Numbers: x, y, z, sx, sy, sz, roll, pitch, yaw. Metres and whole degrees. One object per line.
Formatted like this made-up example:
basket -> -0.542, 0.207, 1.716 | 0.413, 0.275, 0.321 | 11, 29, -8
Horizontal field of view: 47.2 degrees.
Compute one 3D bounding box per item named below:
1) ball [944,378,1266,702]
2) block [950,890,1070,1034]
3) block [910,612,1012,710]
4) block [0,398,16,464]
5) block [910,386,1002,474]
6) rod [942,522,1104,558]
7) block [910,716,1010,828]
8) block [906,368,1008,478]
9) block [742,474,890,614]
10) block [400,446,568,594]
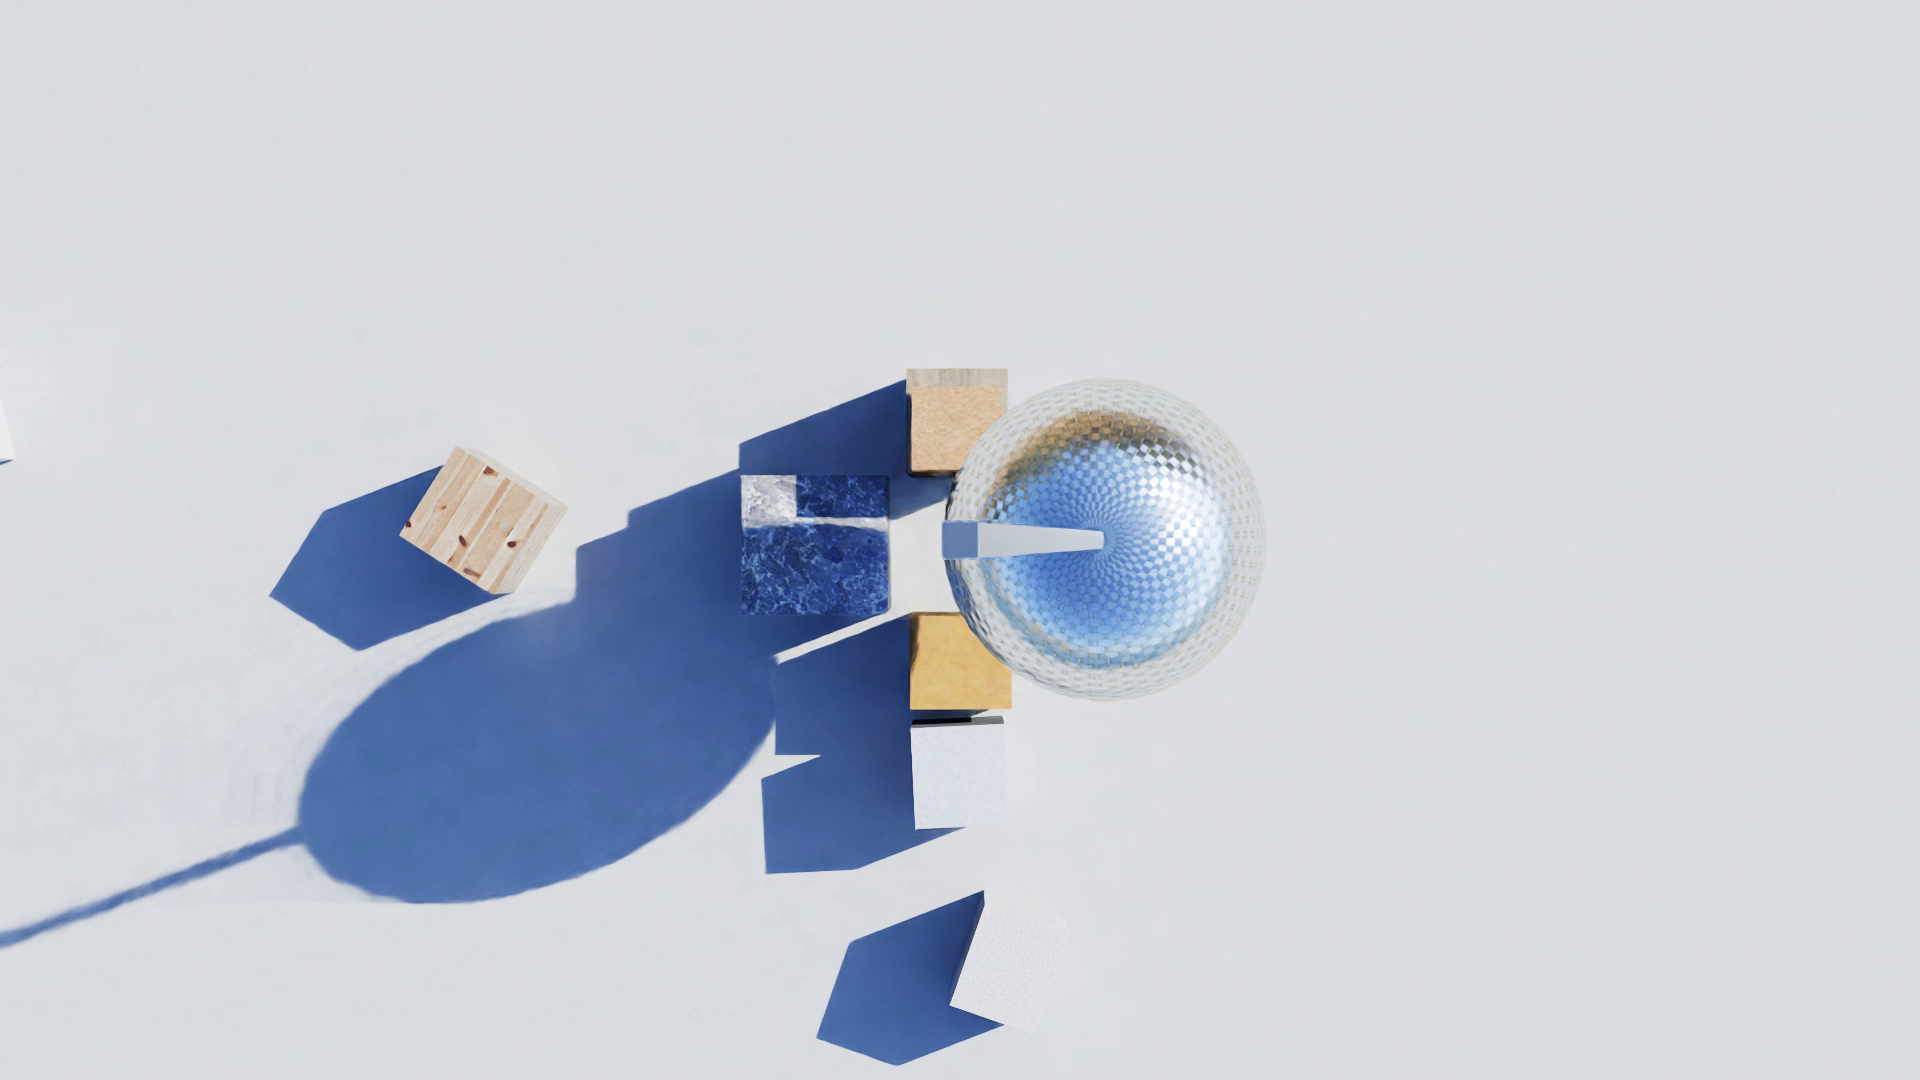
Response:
ball -> 0.711, 0.000, 10.878 | 1.600, 1.600, 1.600 | 0, 90, 0
block -> 0.283, 2.437, 12.735 | 0.509, 0.531, 0.604 | 19, 90, 0
block -> 0.006, 0.691, 12.729 | 0.574, 0.542, 0.533 | 0, 90, 0
block -> -5.997, -0.754, 12.687 | 0.675, 0.626, 0.736 | -14, 90, 0
block -> -0.019, -0.602, 12.098 | 0.490, 0.464, 0.454 | 0, 90, 0
rod -> 0.308, 0.000, 7.502 | 0.080, 5.200, 0.080 | 0, 90, 7
block -> 0.000, 1.334, 12.701 | 0.531, 0.598, 0.567 | -3, 90, 0
block -> -0.016, -0.666, 12.665 | 0.570, 0.670, 0.590 | 0, 90, 0
block -> -0.816, 0.027, 12.651 | 0.813, 0.699, 0.779 | 0, 90, 0
block -> -2.735, -0.112, 12.691 | 0.622, 0.618, 0.599 | 33, 90, 0
